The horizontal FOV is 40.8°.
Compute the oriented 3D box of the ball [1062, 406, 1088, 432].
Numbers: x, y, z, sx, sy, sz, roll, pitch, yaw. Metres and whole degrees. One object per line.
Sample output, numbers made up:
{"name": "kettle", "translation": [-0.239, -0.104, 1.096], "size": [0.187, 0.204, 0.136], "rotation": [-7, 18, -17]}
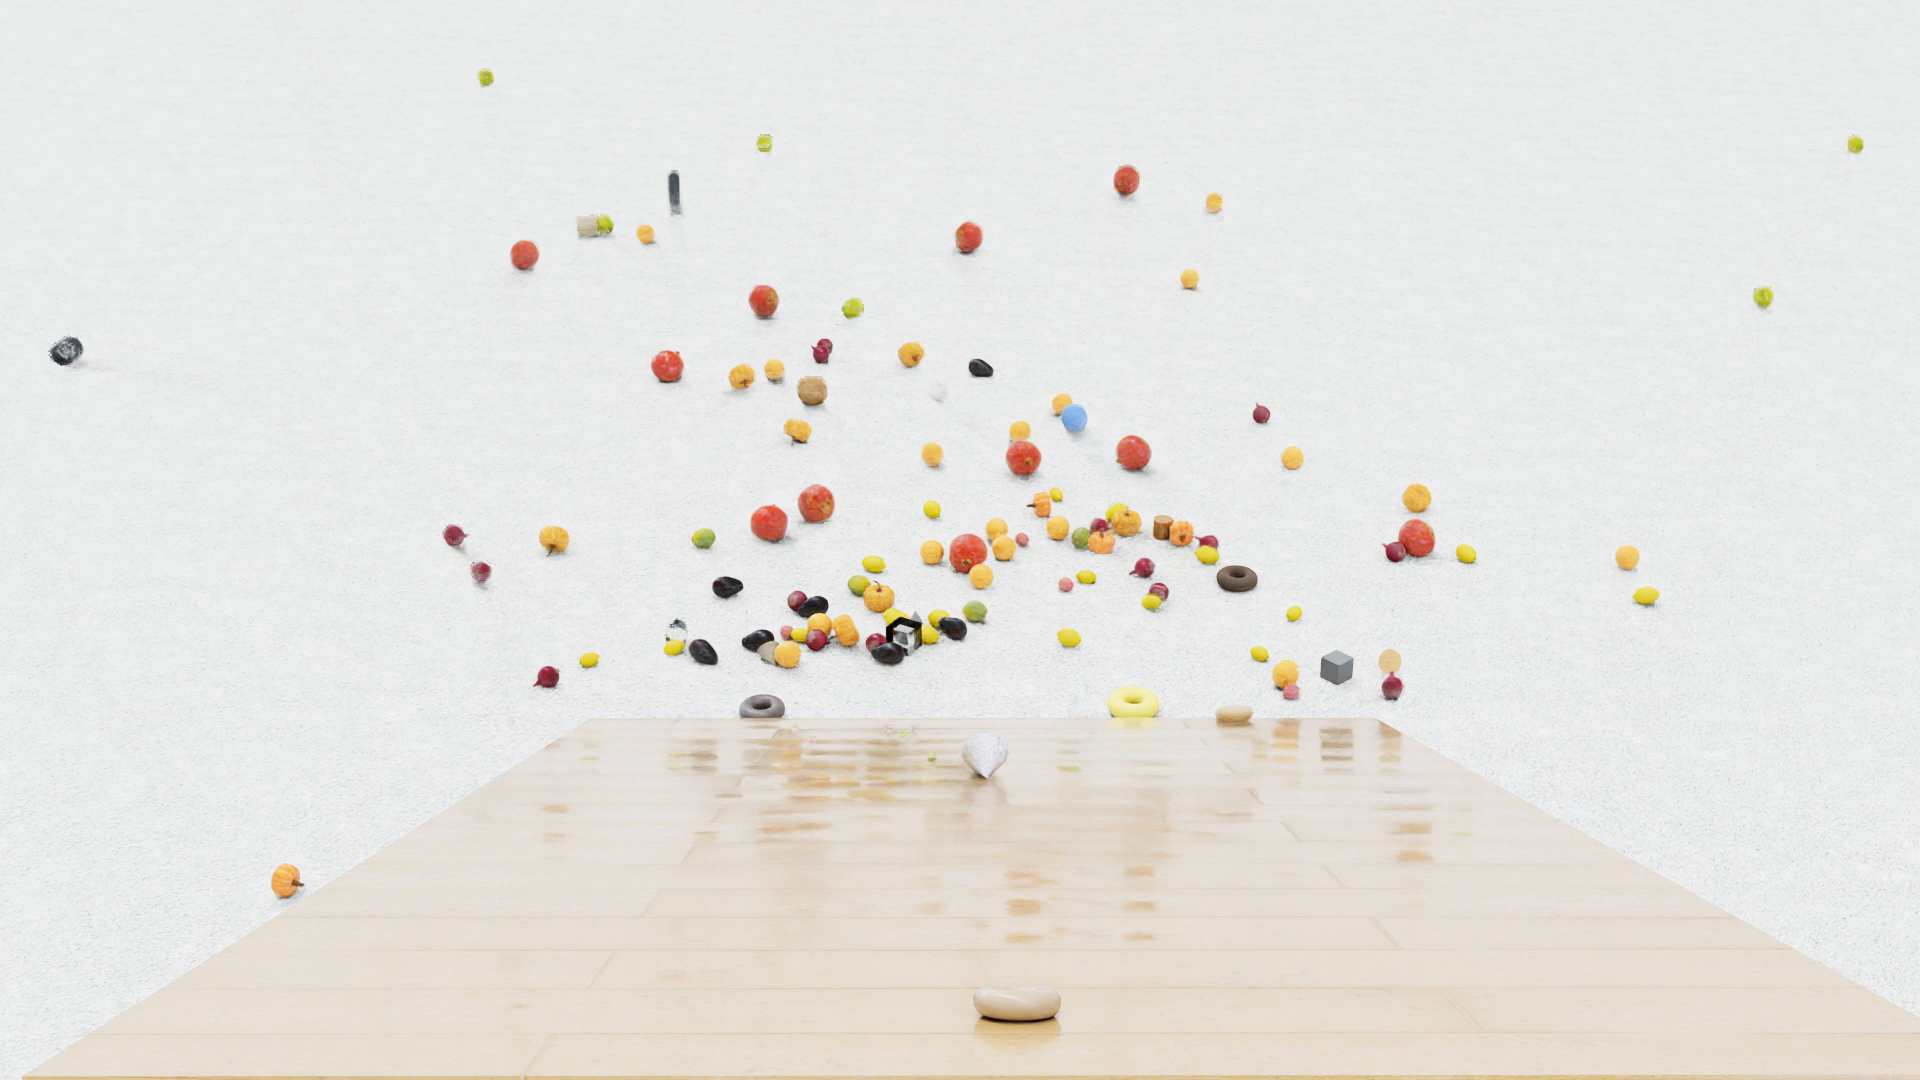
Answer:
{"name": "ball", "translation": [0.372, -0.394, 8.376], "size": [0.085, 0.085, 0.085], "rotation": [0, 27, 0]}

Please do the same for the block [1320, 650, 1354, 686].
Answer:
{"name": "block", "translation": [1.012, 0.343, 6.933], "size": [0.062, 0.062, 0.062], "rotation": [-22, 34, -37]}

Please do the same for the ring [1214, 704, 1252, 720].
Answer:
{"name": "ring", "translation": [0.691, 0.438, 6.538], "size": [0.099, 0.033, 0.099], "rotation": [-1, 2, 0]}

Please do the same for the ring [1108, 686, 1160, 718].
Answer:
{"name": "ring", "translation": [0.455, 0.430, 6.778], "size": [0.137, 0.046, 0.137], "rotation": [0, 28, 0]}

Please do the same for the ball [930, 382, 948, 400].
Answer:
{"name": "ball", "translation": [-0.072, -0.495, 8.607], "size": [0.060, 0.060, 0.060], "rotation": [0, 27, 0]}

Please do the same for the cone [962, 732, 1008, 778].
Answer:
{"name": "cone", "translation": [0.053, 0.459, 5.254], "size": [0.096, 0.096, 0.096], "rotation": [0, 28, -1]}

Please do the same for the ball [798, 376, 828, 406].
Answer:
{"name": "ball", "translation": [-0.489, -0.492, 8.555], "size": [0.100, 0.100, 0.100], "rotation": [0, 27, 0]}

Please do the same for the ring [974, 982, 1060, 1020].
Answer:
{"name": "ring", "translation": [0.063, 0.513, 2.868], "size": [0.098, 0.033, 0.098], "rotation": [2, -2, 0]}

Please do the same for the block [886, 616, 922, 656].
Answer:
{"name": "block", "translation": [-0.154, 0.264, 7.078], "size": [0.072, 0.072, 0.072], "rotation": [15, 30, 28]}

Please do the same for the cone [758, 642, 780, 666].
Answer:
{"name": "cone", "translation": [-0.510, 0.320, 7.013], "size": [0.065, 0.065, 0.065], "rotation": [-12, 56, -22]}

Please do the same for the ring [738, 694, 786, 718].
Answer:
{"name": "ring", "translation": [-0.518, 0.444, 6.755], "size": [0.122, 0.041, 0.122], "rotation": [-1, 27, 1]}

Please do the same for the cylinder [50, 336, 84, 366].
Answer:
{"name": "cylinder", "translation": [-3.079, -0.650, 8.896], "size": [0.078, 0.078, 0.078], "rotation": [10, 44, 20]}

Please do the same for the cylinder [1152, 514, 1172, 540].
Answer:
{"name": "cylinder", "translation": [0.605, -0.037, 7.694], "size": [0.058, 0.058, 0.058], "rotation": [0, 27, 0]}

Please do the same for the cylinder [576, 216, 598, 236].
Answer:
{"name": "cylinder", "translation": [-1.452, -1.219, 10.037], "size": [0.072, 0.072, 0.072], "rotation": [-7, 28, -14]}

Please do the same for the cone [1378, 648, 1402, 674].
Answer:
{"name": "cone", "translation": [1.149, 0.329, 6.994], "size": [0.069, 0.069, 0.069], "rotation": [-9, 1, -18]}

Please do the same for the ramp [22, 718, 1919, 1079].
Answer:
{"name": "ramp", "translation": [0.060, 0.544, 4.580], "size": [2.000, 0.100, 4.000], "rotation": [0, 1, 0]}

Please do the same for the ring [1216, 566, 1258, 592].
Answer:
{"name": "ring", "translation": [0.797, 0.110, 7.422], "size": [0.120, 0.040, 0.120], "rotation": [1, 27, -1]}

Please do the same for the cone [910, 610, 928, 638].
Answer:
{"name": "cone", "translation": [-0.123, 0.226, 7.152], "size": [0.074, 0.074, 0.074], "rotation": [0, 27, 0]}

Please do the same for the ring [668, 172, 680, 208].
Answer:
{"name": "ring", "translation": [-1.143, -1.399, 10.318], "size": [0.048, 0.143, 0.143], "rotation": [-1, 27, -7]}
